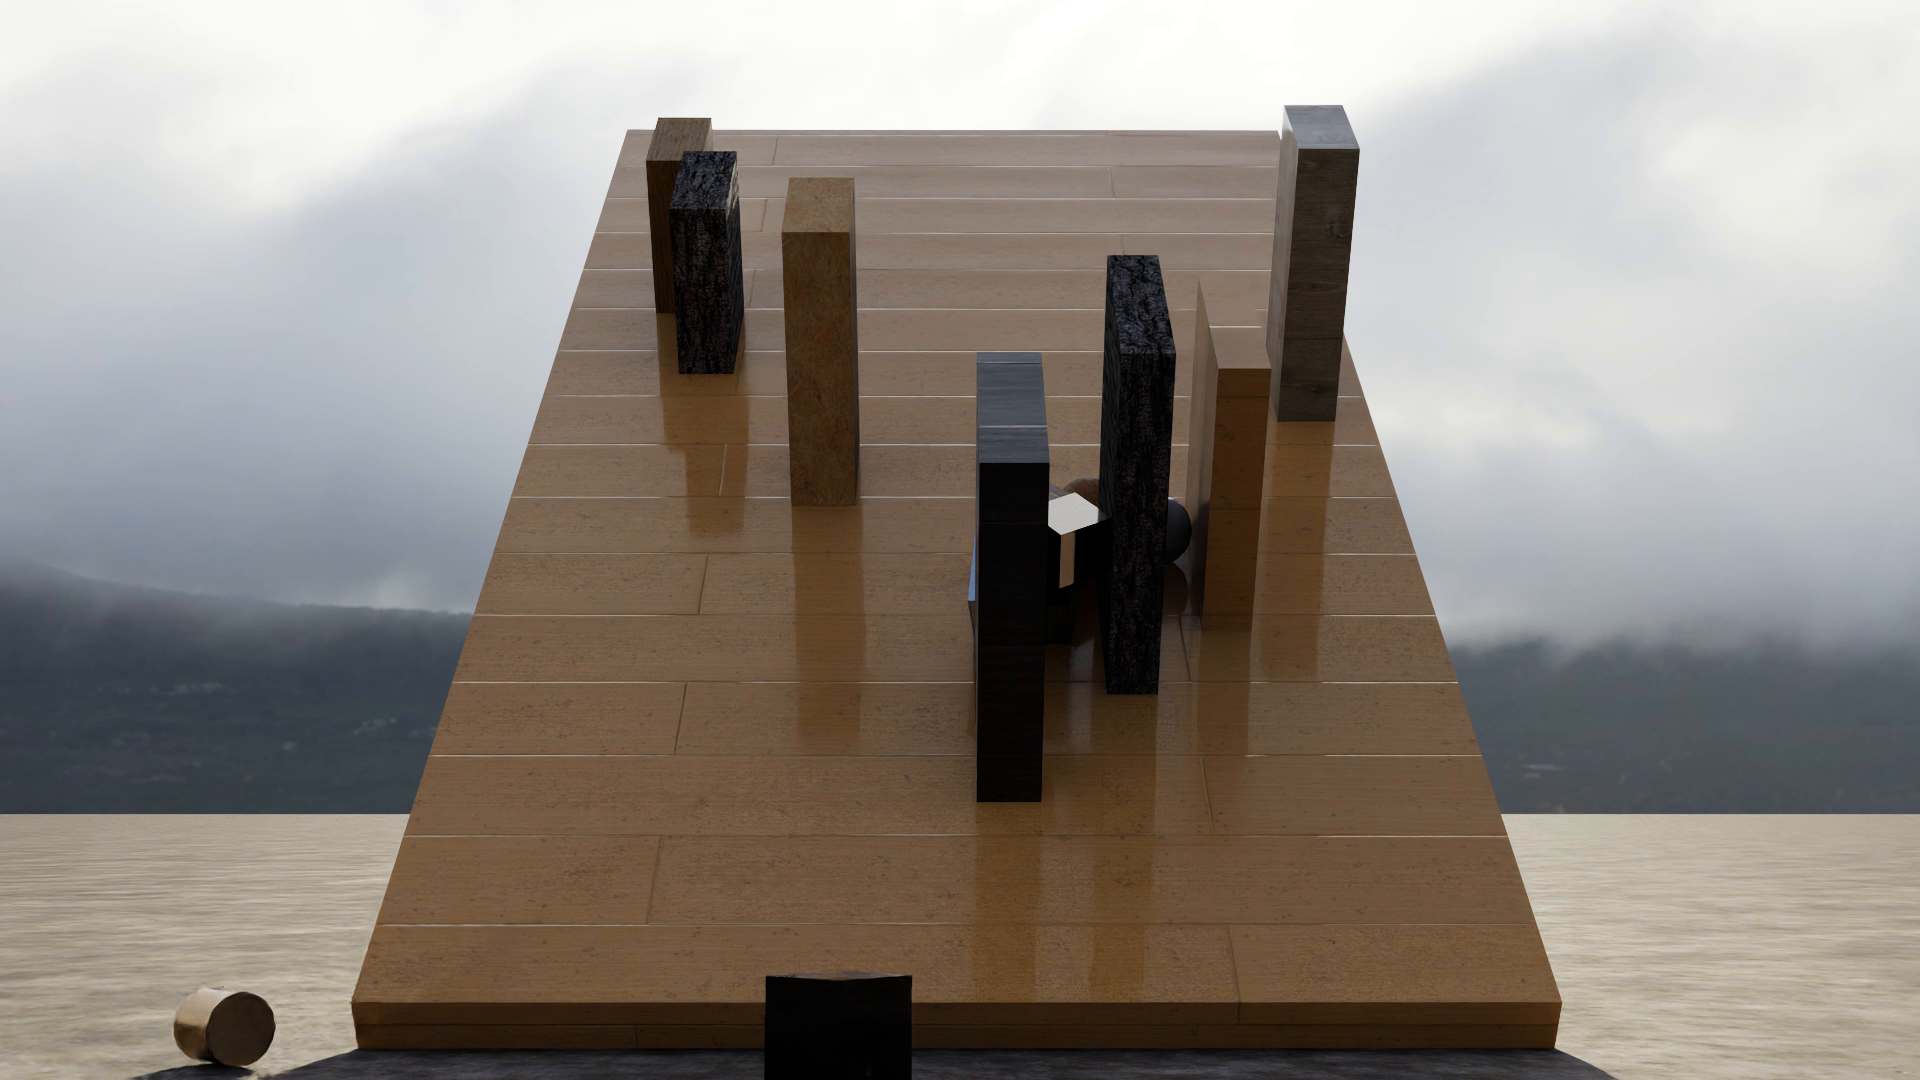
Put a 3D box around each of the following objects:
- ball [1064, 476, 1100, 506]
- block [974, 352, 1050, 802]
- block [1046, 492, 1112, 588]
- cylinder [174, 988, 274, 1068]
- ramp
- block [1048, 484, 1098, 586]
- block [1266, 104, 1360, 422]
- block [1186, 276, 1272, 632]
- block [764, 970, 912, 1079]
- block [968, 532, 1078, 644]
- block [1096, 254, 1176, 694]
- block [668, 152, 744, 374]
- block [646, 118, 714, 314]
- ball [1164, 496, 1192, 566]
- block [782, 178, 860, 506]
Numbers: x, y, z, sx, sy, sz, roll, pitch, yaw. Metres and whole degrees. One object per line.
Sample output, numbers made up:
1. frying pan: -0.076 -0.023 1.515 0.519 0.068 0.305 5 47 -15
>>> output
1. ball: 0.283 -0.060 5.248 0.156 0.156 0.156 0 -6 0
2. block: 0.091 0.068 4.477 0.120 0.714 0.428 0 30 0
3. block: 0.209 0.000 4.706 0.119 0.119 0.119 -18 35 -28
4. cylinder: -1.146 0.758 3.771 0.114 0.114 0.114 6 -8 -42
5. ramp: -0.013 -0.206 5.747 2.000 0.100 4.000 0 30 0
6. block: 0.186 0.002 5.138 0.159 0.159 0.159 -26 39 -37
7. block: 0.827 -0.652 5.732 0.138 0.690 0.282 0 30 0
8. block: 0.548 -0.182 5.017 0.102 0.601 0.434 0 30 0
9. block: -0.179 0.720 3.572 0.153 0.153 0.153 -5 -8 41
10. block: 0.131 0.075 4.895 0.200 0.200 0.200 4 -24 6
11. block: 0.341 -0.129 4.782 0.100 0.746 0.442 0 30 0
12. block: -0.628 -0.695 6.043 0.134 0.439 0.374 0 30 0
13. block: -0.721 -0.848 6.321 0.140 0.422 0.305 0 30 0
14. ball: 0.419 -0.021 5.184 0.155 0.155 0.155 0 -6 0
15. block: -0.306 -0.439 5.391 0.143 0.661 0.305 0 30 0
